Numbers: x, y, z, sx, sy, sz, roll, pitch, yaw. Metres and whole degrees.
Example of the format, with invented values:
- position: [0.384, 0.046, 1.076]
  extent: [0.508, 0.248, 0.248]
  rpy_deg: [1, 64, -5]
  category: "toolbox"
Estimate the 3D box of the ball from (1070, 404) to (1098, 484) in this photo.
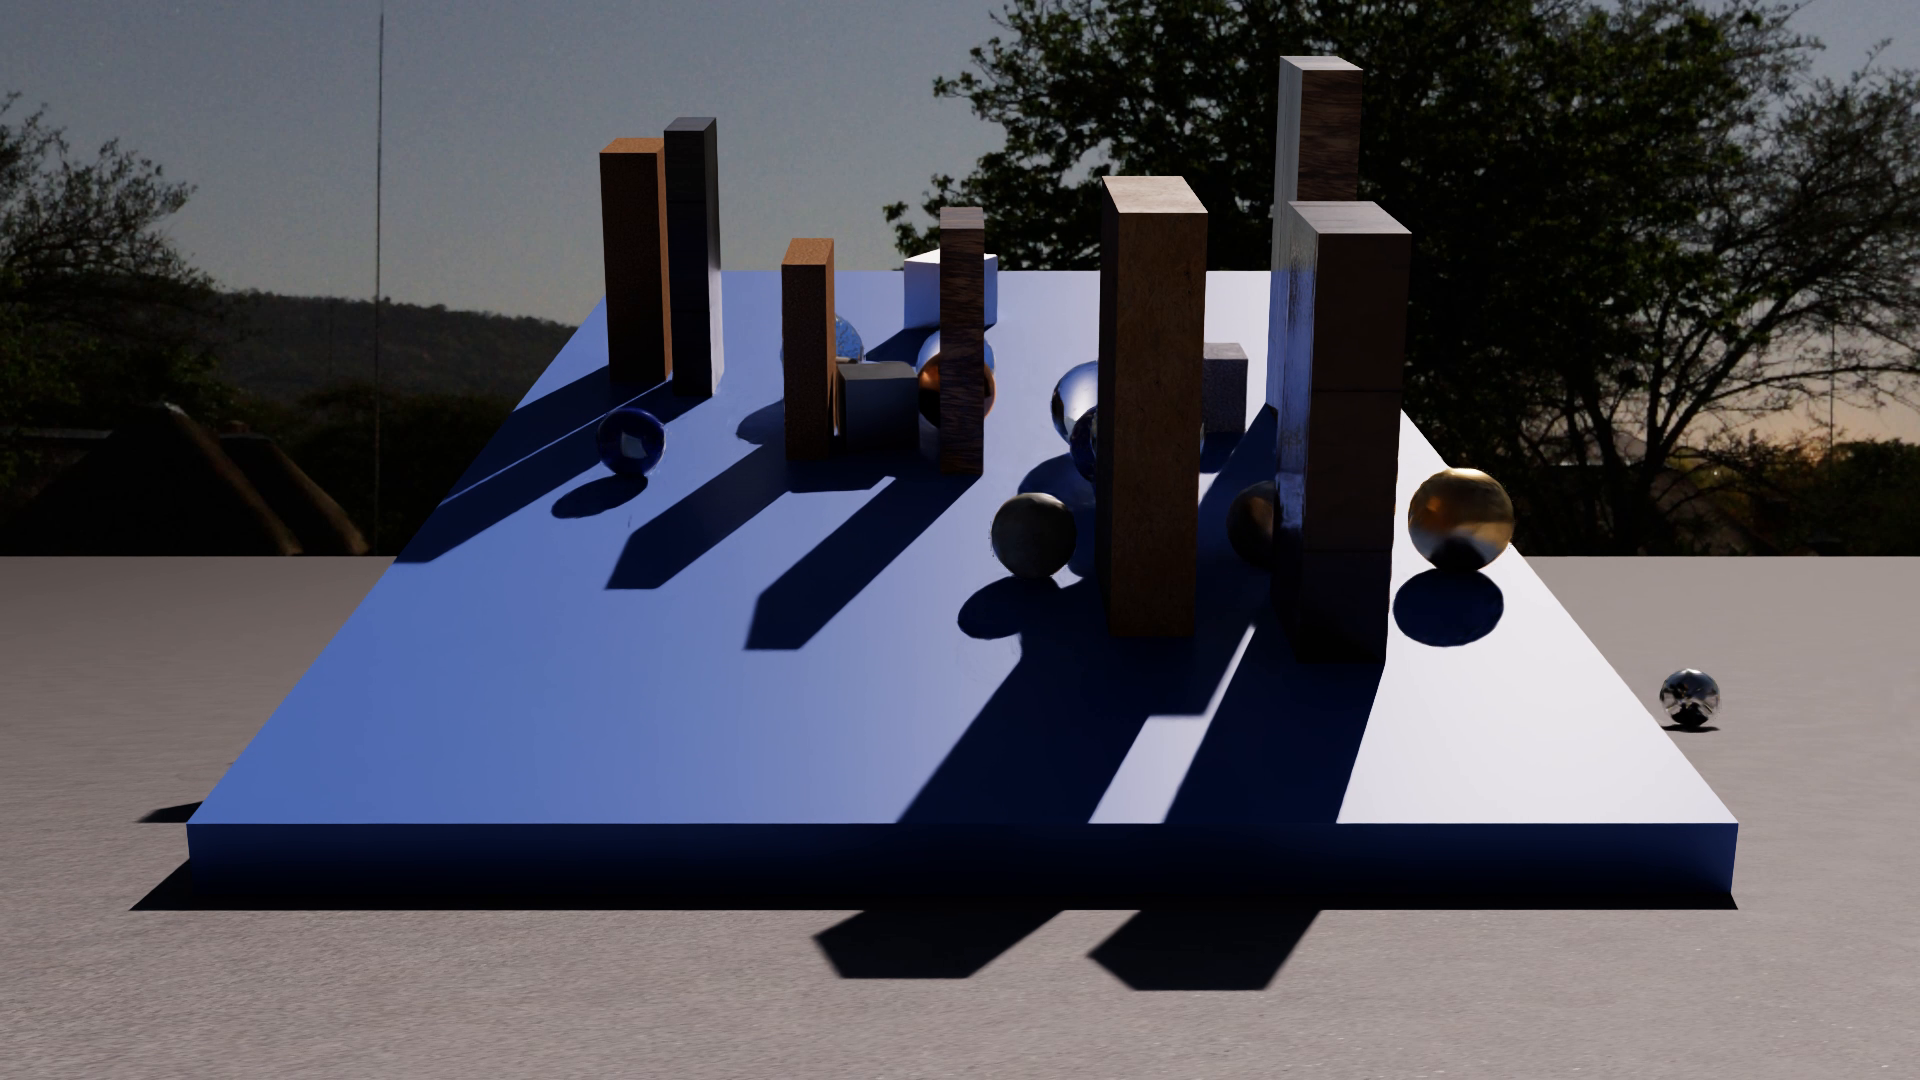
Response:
- position: [0.294, -0.182, 4.283]
  extent: [0.167, 0.167, 0.167]
  rpy_deg: [0, 0, 0]
  category: "ball"

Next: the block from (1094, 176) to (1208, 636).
- position: [0.306, -0.228, 3.641]
  extent: [0.134, 0.678, 0.400]
  rpy_deg: [0, 17, 0]
  category: "block"

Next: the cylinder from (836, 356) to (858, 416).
- position: [-0.304, -0.345, 4.951]
  extent: [0.130, 0.130, 0.130]
  rpy_deg: [5, 1, 15]
  category: "cylinder"

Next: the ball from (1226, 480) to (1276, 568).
- position: [0.542, -0.028, 3.883]
  extent: [0.153, 0.153, 0.153]
  rpy_deg: [0, 0, 0]
  category: "ball"

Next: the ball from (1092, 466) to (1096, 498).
- position: [0.324, -0.109, 4.139]
  extent: [0.157, 0.157, 0.157]
  rpy_deg: [0, 0, 0]
  category: "ball"

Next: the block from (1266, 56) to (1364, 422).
- position: [0.760, -0.636, 4.805]
  extent: [0.124, 0.775, 0.327]
  rpy_deg: [0, 17, 0]
  category: "block"

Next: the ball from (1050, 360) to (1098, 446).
- position: [0.285, -0.275, 4.618]
  extent: [0.194, 0.194, 0.194]
  rpy_deg: [0, 0, 0]
  category: "ball"

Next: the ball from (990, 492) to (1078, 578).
- position: [0.127, -0.008, 3.824]
  extent: [0.149, 0.149, 0.149]
  rpy_deg: [0, 0, 0]
  category: "ball"

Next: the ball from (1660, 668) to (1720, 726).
- position: [1.855, 0.400, 5.649]
  extent: [0.146, 0.146, 0.146]
  rpy_deg: [0, 0, 0]
  category: "ball"

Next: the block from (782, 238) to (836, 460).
- position: [-0.316, -0.407, 4.681]
  extent: [0.089, 0.407, 0.324]
  rpy_deg: [0, 17, 0]
  category: "block"

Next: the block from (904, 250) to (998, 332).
- position: [-0.024, -0.656, 5.876]
  extent: [0.182, 0.182, 0.182]
  rpy_deg: [9, 19, 26]
  category: "block"

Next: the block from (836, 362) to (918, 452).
- position: [-0.175, -0.284, 4.712]
  extent: [0.153, 0.153, 0.153]
  rpy_deg: [-3, 17, -10]
  category: "block"

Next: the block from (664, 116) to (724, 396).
- position: [-0.616, -0.660, 5.164]
  extent: [0.090, 0.607, 0.271]
  rpy_deg: [0, 17, 0]
  category: "block"

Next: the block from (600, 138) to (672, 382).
- position: [-0.765, -0.676, 5.333]
  extent: [0.132, 0.538, 0.289]
  rpy_deg: [0, 17, 0]
  category: "block"

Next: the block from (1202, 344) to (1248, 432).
- position: [0.537, -0.334, 4.864]
  extent: [0.162, 0.162, 0.162]
  rpy_deg: [0, 17, 0]
  category: "block"

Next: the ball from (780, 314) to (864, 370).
- position: [-0.316, -0.425, 5.102]
  extent: [0.193, 0.193, 0.193]
  rpy_deg: [0, 0, 0]
  category: "ball"

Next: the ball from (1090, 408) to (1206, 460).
- position: [0.335, -0.186, 3.971]
  extent: [0.206, 0.206, 0.206]
  rpy_deg: [0, 0, 0]
  category: "ball"

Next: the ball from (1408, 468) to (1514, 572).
- position: [0.868, -0.034, 3.856]
  extent: [0.182, 0.182, 0.182]
  rpy_deg: [0, 0, 0]
  category: "ball"

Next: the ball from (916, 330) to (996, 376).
- position: [-0.009, -0.393, 5.024]
  extent: [0.181, 0.181, 0.181]
  rpy_deg: [0, 0, 0]
  category: "ball"

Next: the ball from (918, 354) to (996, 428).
- position: [-0.009, -0.322, 4.799]
  extent: [0.177, 0.177, 0.177]
  rpy_deg: [0, 0, 0]
  category: "ball"

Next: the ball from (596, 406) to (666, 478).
- position: [-0.659, -0.196, 4.448]
  extent: [0.140, 0.140, 0.140]
  rpy_deg: [0, 0, 0]
  category: "ball"

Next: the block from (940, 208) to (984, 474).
- position: [0.003, -0.410, 4.537]
  extent: [0.087, 0.498, 0.274]
  rpy_deg: [0, 17, 0]
  category: "block"

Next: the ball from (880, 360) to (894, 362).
- position: [-0.161, -0.323, 4.859]
  extent: [0.140, 0.140, 0.140]
  rpy_deg: [0, 0, 0]
  category: "ball"

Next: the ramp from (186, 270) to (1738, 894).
- position: [-0.003, -0.175, 4.789]
  extent: [2.000, 0.100, 4.000]
  rpy_deg: [0, 17, 0]
  category: "ramp"

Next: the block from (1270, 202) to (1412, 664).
- position: [0.590, -0.174, 3.486]
  extent: [0.136, 0.666, 0.313]
  rpy_deg: [0, 17, 0]
  category: "block"
